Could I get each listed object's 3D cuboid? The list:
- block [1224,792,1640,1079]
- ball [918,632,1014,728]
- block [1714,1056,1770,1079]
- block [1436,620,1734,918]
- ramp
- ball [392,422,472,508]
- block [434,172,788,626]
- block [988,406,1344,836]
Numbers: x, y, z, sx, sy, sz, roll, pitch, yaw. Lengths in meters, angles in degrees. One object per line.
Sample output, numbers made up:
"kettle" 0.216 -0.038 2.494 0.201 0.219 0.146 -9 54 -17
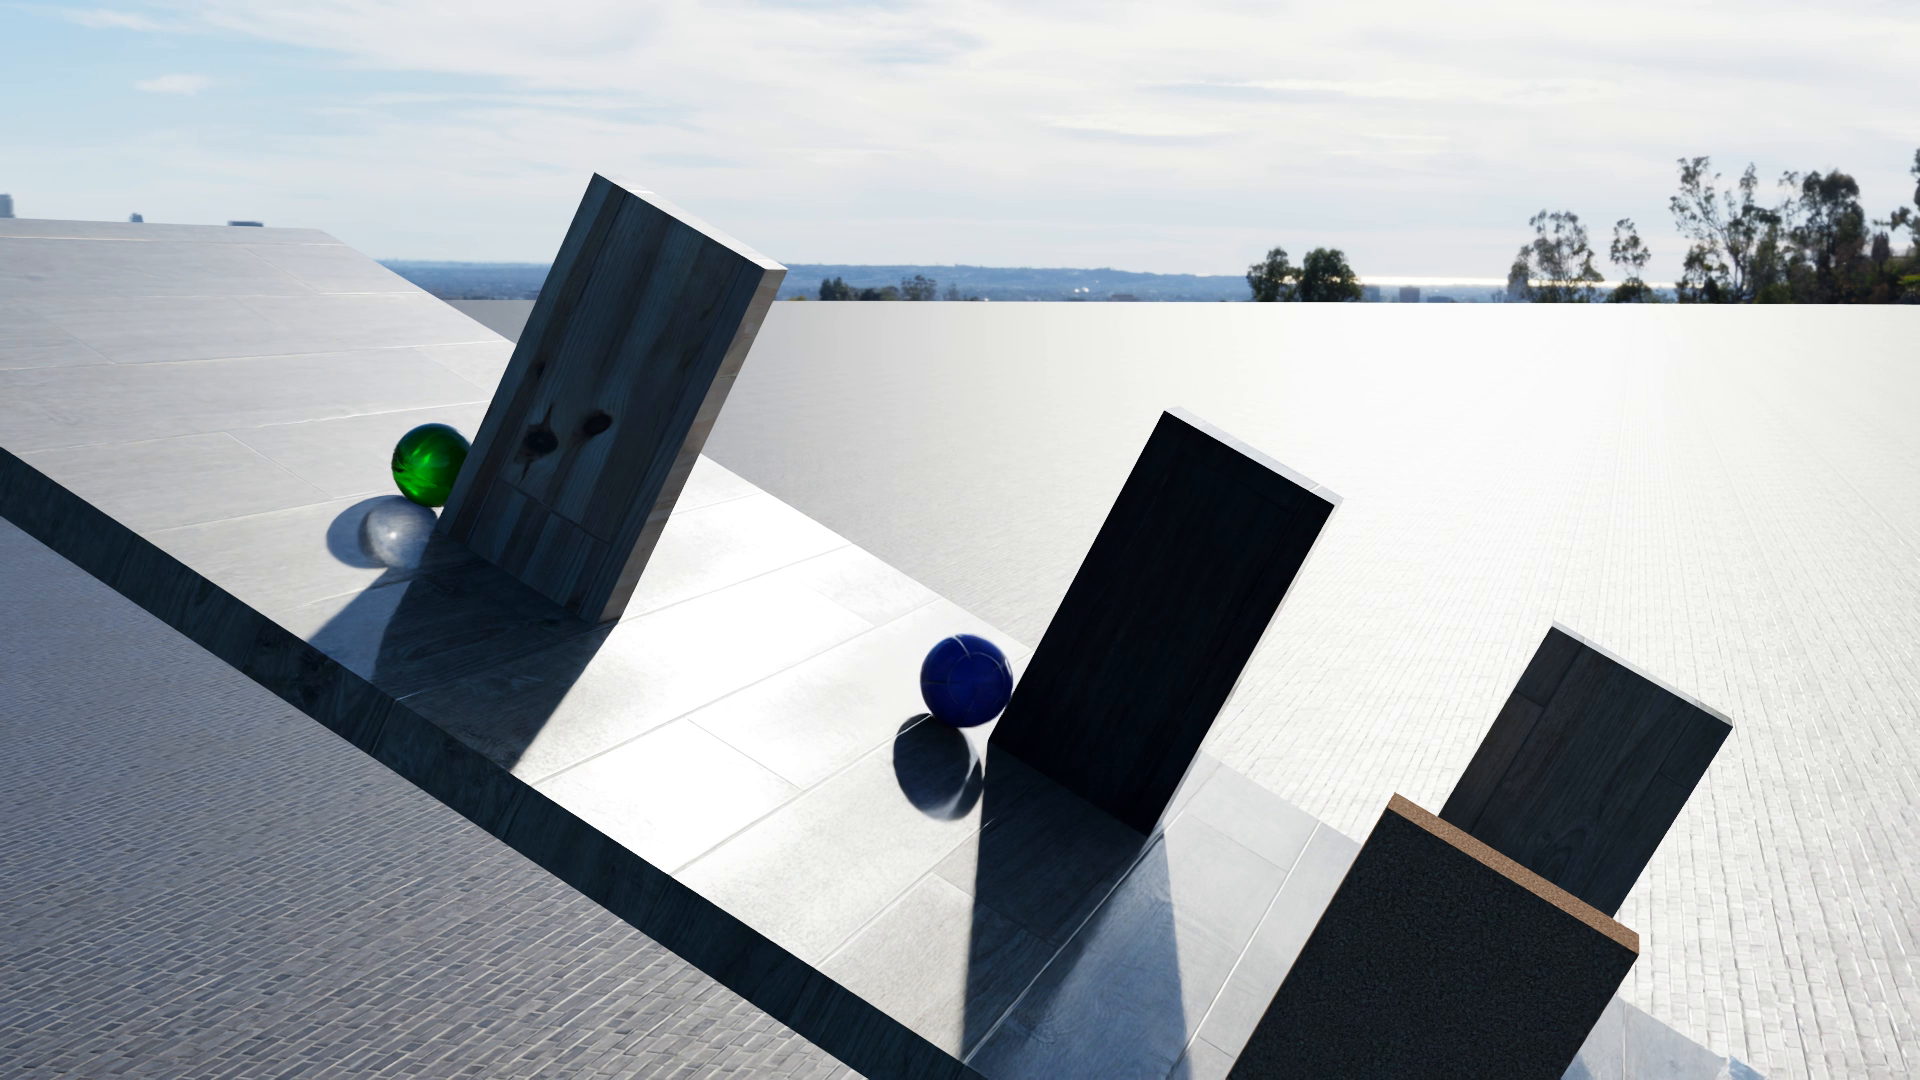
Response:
"block" 0.659 0.710 3.182 0.392 0.561 0.100 30 14 12
"ball" 0.012 0.275 4.318 0.187 0.187 0.187 0 7 0
"block" 1.519 1.103 4.272 0.124 0.124 0.124 31 15 16
"block" 1.203 0.560 4.458 0.395 0.689 0.087 30 14 12
"ramp" -0.222 0.368 4.147 4.000 0.100 2.000 30 14 12
"ball" -0.965 -0.138 4.046 0.158 0.158 0.158 0 7 0
"block" -0.626 -0.248 3.913 0.360 0.715 0.103 30 14 12
"block" 0.397 0.158 4.288 0.369 0.746 0.139 30 14 12
